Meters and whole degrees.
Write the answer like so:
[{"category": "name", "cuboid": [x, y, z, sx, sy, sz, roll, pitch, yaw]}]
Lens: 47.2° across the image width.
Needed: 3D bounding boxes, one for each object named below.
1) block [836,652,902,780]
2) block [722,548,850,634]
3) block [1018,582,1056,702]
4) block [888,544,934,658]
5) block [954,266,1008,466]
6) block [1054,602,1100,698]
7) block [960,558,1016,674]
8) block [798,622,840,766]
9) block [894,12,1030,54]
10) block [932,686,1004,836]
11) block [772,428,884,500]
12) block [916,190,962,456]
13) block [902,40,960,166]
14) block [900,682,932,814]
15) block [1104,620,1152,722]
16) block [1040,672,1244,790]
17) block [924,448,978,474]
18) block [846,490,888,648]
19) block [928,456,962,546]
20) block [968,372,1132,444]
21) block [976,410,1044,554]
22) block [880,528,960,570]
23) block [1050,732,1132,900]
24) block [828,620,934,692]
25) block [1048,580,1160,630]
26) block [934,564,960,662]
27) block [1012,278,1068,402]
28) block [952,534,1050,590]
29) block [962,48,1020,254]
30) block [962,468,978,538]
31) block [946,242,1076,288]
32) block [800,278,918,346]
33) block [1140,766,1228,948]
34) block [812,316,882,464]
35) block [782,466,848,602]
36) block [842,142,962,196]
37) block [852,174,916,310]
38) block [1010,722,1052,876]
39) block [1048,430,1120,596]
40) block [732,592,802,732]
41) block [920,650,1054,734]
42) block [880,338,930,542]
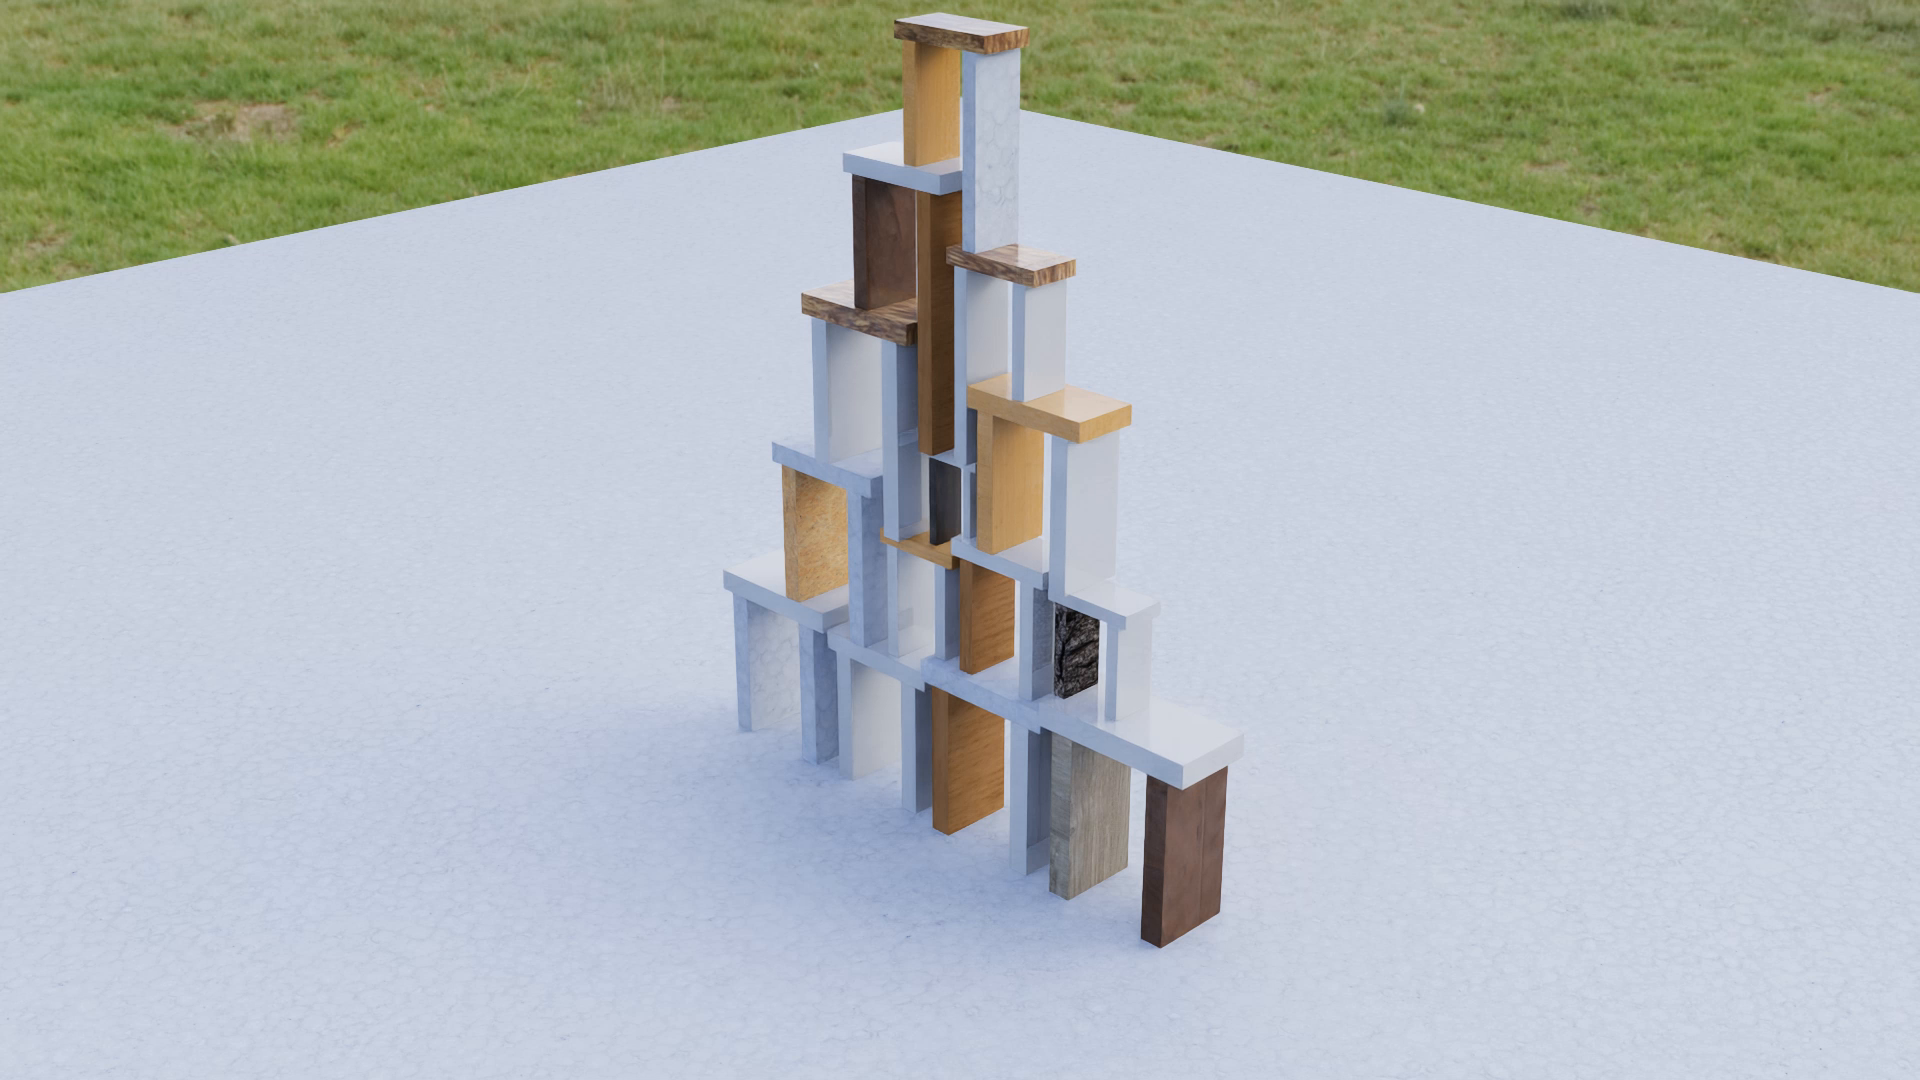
[{"category": "block", "cuboid": [-0.187, 0.345, 4.582, 0.040, 0.285, 0.143, 21, 31, 41]}, {"category": "block", "cuboid": [-0.337, 0.105, 4.642, 0.318, 0.045, 0.159, 21, 31, 41]}, {"category": "block", "cuboid": [0.164, 0.173, 4.119, 0.033, 0.236, 0.118, 21, 31, 41]}, {"category": "block", "cuboid": [-0.098, 0.107, 4.371, 0.028, 0.237, 0.099, 21, 31, 41]}, {"category": "block", "cuboid": [0.039, -0.329, 4.038, 0.108, 0.375, 0.031, -21, 31, -41]}, {"category": "block", "cuboid": [0.217, 0.191, 4.067, 0.095, 0.189, 0.027, -21, 31, -41]}, {"category": "block", "cuboid": [0.053, 0.130, 4.221, 0.033, 0.236, 0.118, 21, 31, 41]}, {"category": "block", "cuboid": [-0.262, 0.301, 4.644, 0.045, 0.318, 0.159, 21, 31, 41]}, {"category": "block", "cuboid": [0.002, -0.888, 3.850, 0.222, 0.031, 0.111, 21, 31, 40]}, {"category": "block", "cuboid": [0.017, 0.413, 4.378, 0.045, 0.319, 0.159, 21, 31, 41]}, {"category": "block", "cuboid": [-0.225, -0.159, 4.403, 0.293, 0.042, 0.147, 21, 31, 41]}, {"category": "block", "cuboid": [-0.020, -0.410, 4.068, 0.036, 0.501, 0.128, 21, 31, 40]}, {"category": "block", "cuboid": [-0.051, -0.791, 3.947, 0.111, 0.222, 0.031, -21, 31, -40]}, {"category": "block", "cuboid": [-0.053, 0.398, 4.458, 0.040, 0.285, 0.143, 21, 31, 41]}, {"category": "block", "cuboid": [0.306, 0.226, 3.985, 0.027, 0.189, 0.094, 21, 31, 41]}, {"category": "block", "cuboid": [0.328, 0.345, 4.008, 0.343, 0.049, 0.171, 21, 31, 41]}, {"category": "block", "cuboid": [0.004, -0.161, 4.147, 0.136, 0.019, 0.068, 21, 31, 41]}, {"category": "block", "cuboid": [-0.156, 0.039, 4.412, 0.042, 0.330, 0.147, 21, 31, 41]}, {"category": "block", "cuboid": [-0.028, -0.082, 4.214, 0.019, 0.178, 0.068, 21, 31, 41]}, {"category": "block", "cuboid": [0.159, -0.242, 3.956, 0.275, 0.039, 0.138, 21, 31, 41]}, {"category": "block", "cuboid": [0.094, -0.123, 4.077, 0.138, 0.275, 0.039, -21, 31, -41]}, {"category": "block", "cuboid": [-0.051, 0.004, 4.276, 0.199, 0.028, 0.099, 21, 31, 41]}, {"category": "block", "cuboid": [0.248, 0.493, 4.159, 0.049, 0.343, 0.171, 21, 31, 41]}, {"category": "block", "cuboid": [-0.120, 0.222, 4.456, 0.285, 0.040, 0.143, 21, 31, 41]}, {"category": "block", "cuboid": [0.261, 0.109, 3.983, 0.095, 0.027, 0.189, -21, 31, -40]}, {"category": "block", "cuboid": [-0.004, 0.126, 4.277, 0.028, 0.199, 0.099, 21, 31, 41]}, {"category": "block", "cuboid": [0.141, -0.362, 3.913, 0.031, 0.216, 0.108, 21, 31, 41]}, {"category": "block", "cuboid": [0.109, 0.028, 4.118, 0.236, 0.033, 0.118, 21, 31, 41]}, {"category": "block", "cuboid": [0.055, -0.690, 3.877, 0.111, 0.354, 0.031, -21, 31, -40]}, {"category": "block", "cuboid": [0.036, -0.077, 4.147, 0.068, 0.136, 0.019, -21, 31, -41]}, {"category": "block", "cuboid": [0.090, -0.496, 3.912, 0.108, 0.031, 0.216, -21, 31, -40]}, {"category": "block", "cuboid": [-0.151, -0.438, 4.199, 0.147, 0.042, 0.294, -21, 31, -41]}, {"category": "block", "cuboid": [0.409, 0.556, 4.010, 0.049, 0.343, 0.171, 21, 31, 41]}, {"category": "block", "cuboid": [-0.220, -0.310, 4.329, 0.147, 0.294, 0.042, -21, 31, -41]}, {"category": "block", "cuboid": [-0.294, -0.032, 4.532, 0.042, 0.293, 0.147, 21, 31, 41]}, {"category": "block", "cuboid": [-0.081, -0.681, 4.018, 0.128, 0.036, 0.256, -21, 31, -40]}, {"category": "block", "cuboid": [-0.141, -0.570, 4.131, 0.128, 0.256, 0.036, -21, 31, -40]}, {"category": "block", "cuboid": [0.168, 0.472, 4.240, 0.045, 0.319, 0.159, 21, 31, 41]}, {"category": "block", "cuboid": [0.224, -0.060, 3.963, 0.138, 0.301, 0.039, -21, 31, -40]}, {"category": "block", "cuboid": [-0.412, 0.243, 4.782, 0.045, 0.318, 0.159, 21, 31, 41]}, {"category": "block", "cuboid": [0.093, 0.275, 4.238, 0.319, 0.045, 0.159, 21, 31, 41]}, {"category": "block", "cuboid": [-0.081, -0.207, 4.222, 0.042, 0.401, 0.147, 21, 31, 41]}]
